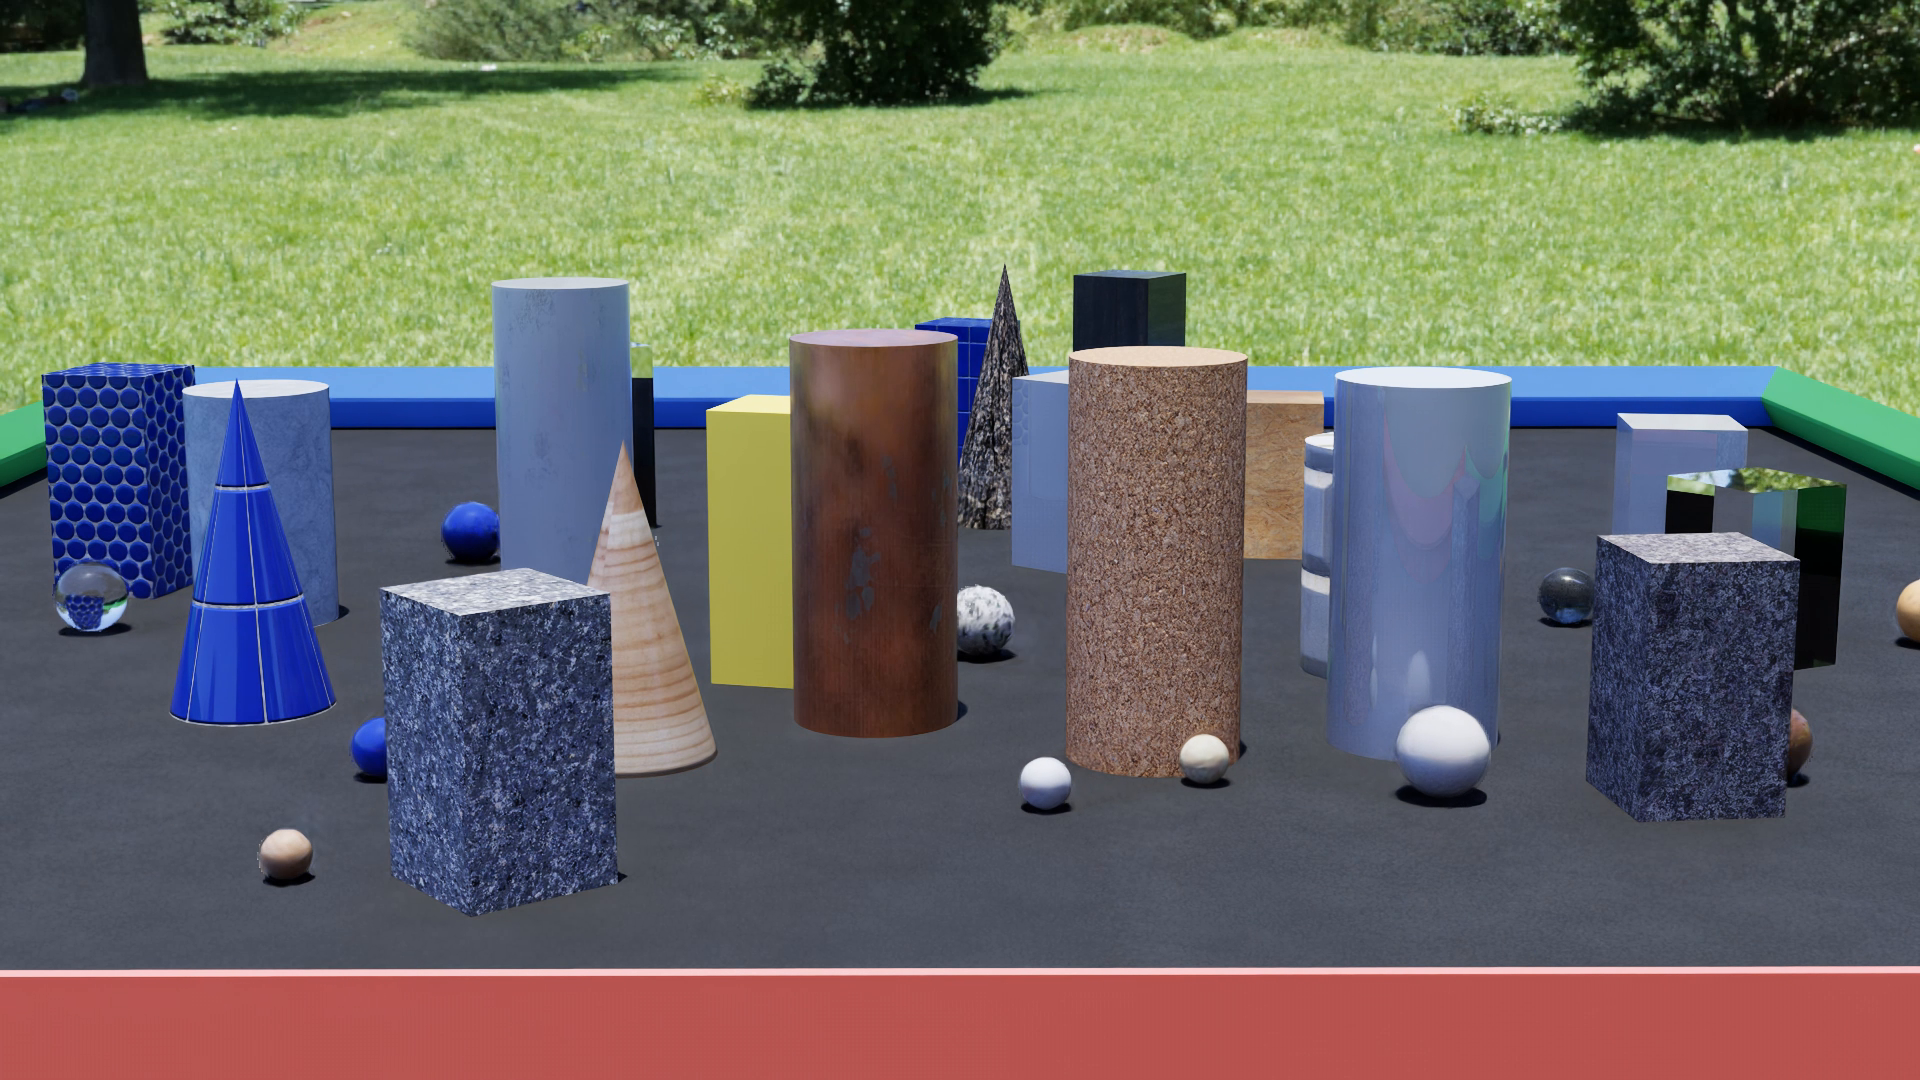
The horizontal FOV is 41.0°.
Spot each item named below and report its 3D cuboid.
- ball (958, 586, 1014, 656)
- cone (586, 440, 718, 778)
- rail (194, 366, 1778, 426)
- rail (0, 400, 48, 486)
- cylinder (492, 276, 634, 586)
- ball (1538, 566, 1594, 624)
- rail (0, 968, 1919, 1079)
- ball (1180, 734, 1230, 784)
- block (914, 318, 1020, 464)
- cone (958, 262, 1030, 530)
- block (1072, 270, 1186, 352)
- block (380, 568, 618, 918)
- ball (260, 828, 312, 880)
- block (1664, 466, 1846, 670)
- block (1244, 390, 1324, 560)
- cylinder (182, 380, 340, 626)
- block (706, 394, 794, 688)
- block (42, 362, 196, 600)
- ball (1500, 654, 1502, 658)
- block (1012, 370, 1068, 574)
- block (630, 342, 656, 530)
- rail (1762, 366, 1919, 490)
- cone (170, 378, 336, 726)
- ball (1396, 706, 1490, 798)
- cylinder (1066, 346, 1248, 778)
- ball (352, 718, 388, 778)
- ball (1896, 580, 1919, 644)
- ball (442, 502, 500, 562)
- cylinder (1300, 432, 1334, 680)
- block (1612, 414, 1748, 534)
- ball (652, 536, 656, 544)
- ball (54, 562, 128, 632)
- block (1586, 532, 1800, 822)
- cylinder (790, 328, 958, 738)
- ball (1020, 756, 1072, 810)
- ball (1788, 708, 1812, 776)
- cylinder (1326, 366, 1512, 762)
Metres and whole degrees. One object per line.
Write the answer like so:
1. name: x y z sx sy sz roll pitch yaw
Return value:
1. ball: 0.024 0.101 3.173 0.087 0.087 0.087 0 11 0
2. cone: -0.350 0.062 2.695 0.185 0.338 0.185 0 11 0
3. rail: -0.010 -0.284 5.133 3.309 0.120 0.045 0 11 0
4. rail: -1.631 0.033 3.440 0.045 0.120 3.472 0 11 0
5. cylinder: -0.538 -0.135 3.496 0.185 0.431 0.185 0 11 0
6. ball: 0.795 0.072 3.358 0.074 0.074 0.074 0 11 0
7. rail: 0.010 0.346 1.767 3.309 0.120 0.045 0 11 0
8. ball: 0.249 0.223 2.615 0.051 0.051 0.051 0 11 0
9. block: 0.015 -0.267 4.672 0.148 0.258 0.148 4 11 21
10. cone: 0.071 -0.235 4.080 0.185 0.413 0.185 0 11 0
11. block: 0.300 -0.295 4.559 0.148 0.355 0.148 6 12 31
12. block: -0.411 0.175 2.287 0.148 0.266 0.148 -9 14 -38
13. ball: -0.606 0.283 2.308 0.046 0.046 0.046 0 11 0
14. block: 0.970 0.036 3.144 0.148 0.223 0.148 -5 12 -26
15. block: 0.467 -0.100 3.847 0.148 0.232 0.148 1 11 7
16. cylinder: -0.916 -0.047 3.365 0.185 0.306 0.185 0 11 0
17. block: -0.204 0.000 3.060 0.148 0.326 0.148 3 11 15
18. block: -1.161 -0.085 3.570 0.148 0.305 0.148 2 11 12
19. ball: 0.601 0.136 3.024 0.072 0.072 0.072 0 11 0
20. block: 0.180 -0.100 3.732 0.148 0.275 0.148 9 14 40
21. block: -0.581 -0.163 4.032 0.148 0.289 0.148 -7 13 -35
22. rail: 1.631 0.029 3.459 0.045 0.120 3.472 0 11 0
23. cone: -0.807 0.004 2.897 0.185 0.378 0.185 0 11 0
24. ball: 0.482 0.212 2.563 0.092 0.092 0.092 0 11 0
25. cylinder: 0.205 0.019 2.691 0.185 0.425 0.185 0 11 0
26. ball: -0.594 0.213 2.637 0.062 0.062 0.062 0 11 0
27. ball: 1.224 0.090 3.229 0.087 0.087 0.087 0 11 0
28. ball: -0.716 -0.012 3.770 0.088 0.088 0.088 0 11 0
29. cylinder: 0.505 0.019 3.093 0.185 0.277 0.185 0 11 0
30. block: 0.967 -0.036 3.462 0.148 0.249 0.148 1 11 6
31. ball: -0.470 0.011 3.744 0.053 0.053 0.053 0 11 0
32. ball: -1.122 0.073 3.311 0.091 0.091 0.091 0 11 0
33. block: 0.722 0.133 2.541 0.148 0.255 0.148 -1 11 -6
34. cylinder: -0.094 -0.012 2.845 0.185 0.428 0.185 0 11 0
35. ball: 0.084 0.239 2.527 0.051 0.051 0.051 0 11 0
36. ball: 0.832 0.205 2.631 0.079 0.079 0.079 0 11 0
37. cylinder: 0.489 0.022 2.749 0.185 0.396 0.185 0 11 0
